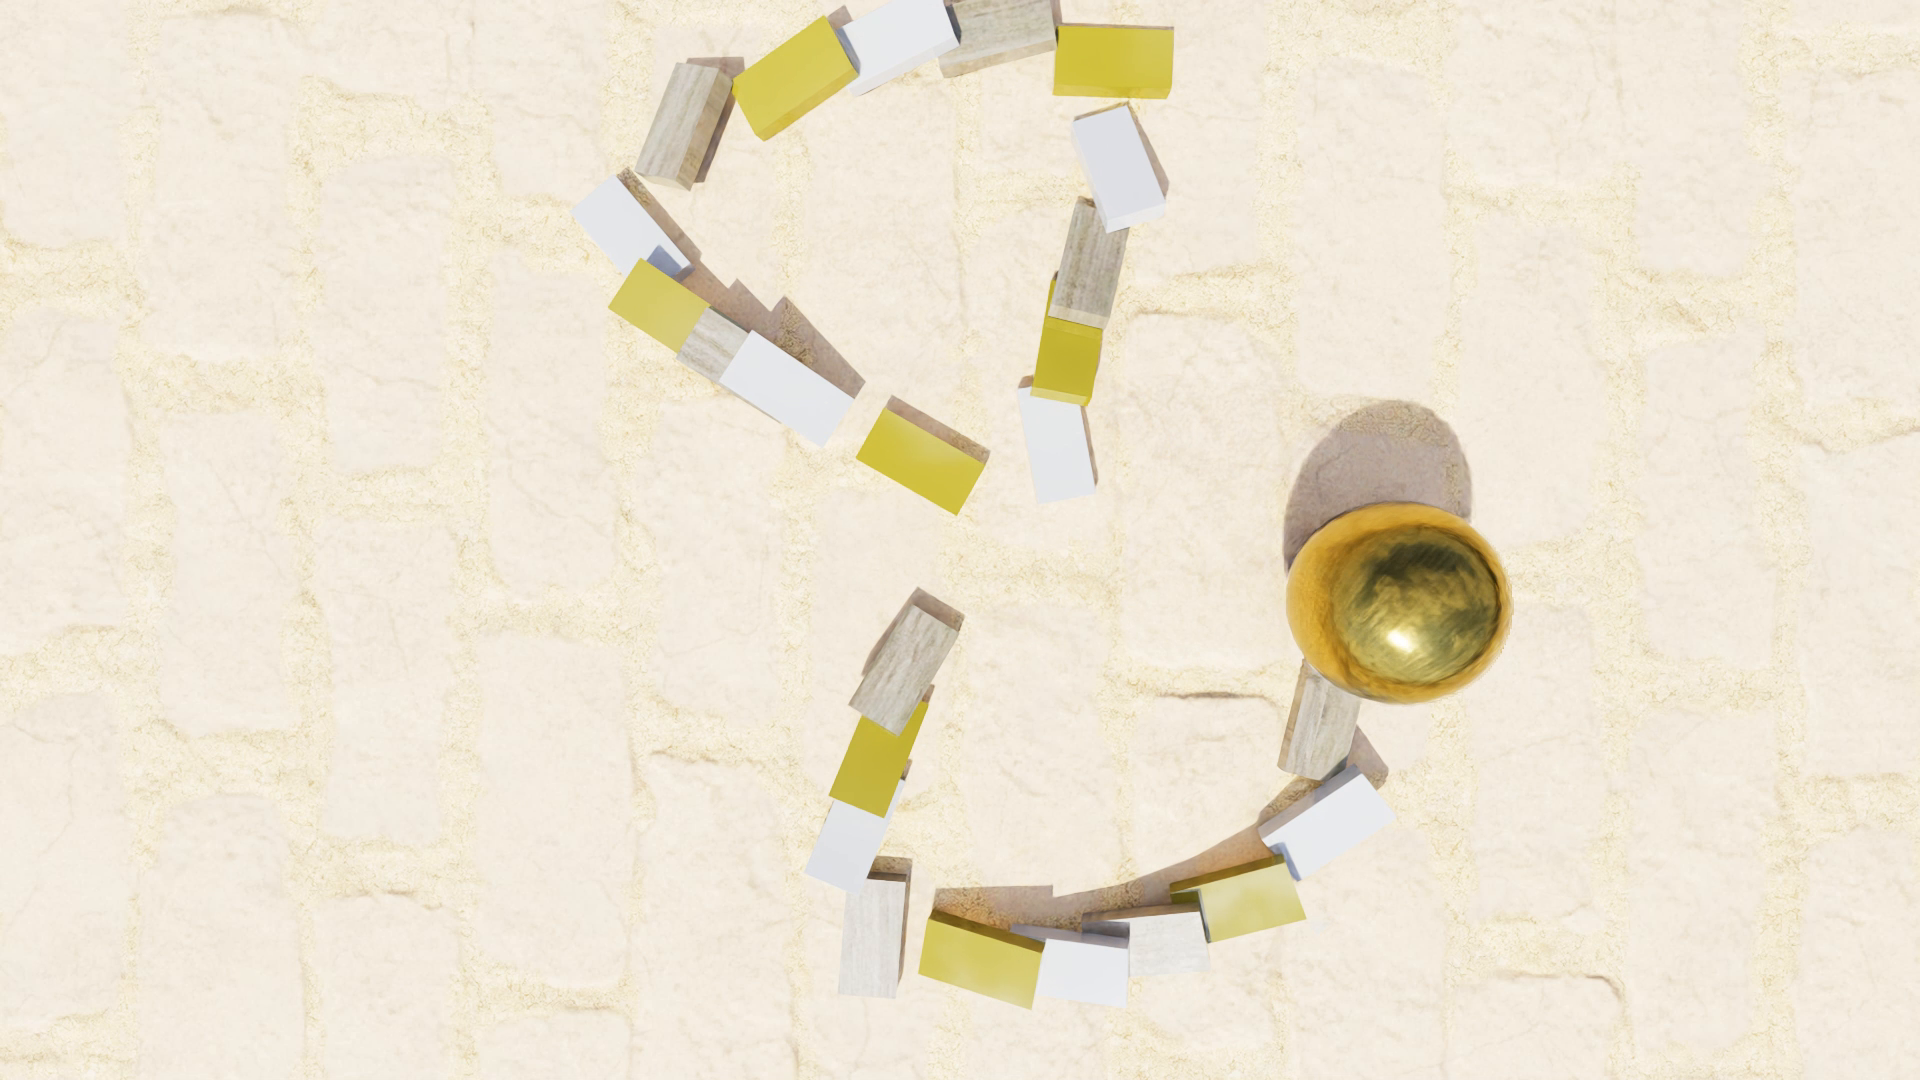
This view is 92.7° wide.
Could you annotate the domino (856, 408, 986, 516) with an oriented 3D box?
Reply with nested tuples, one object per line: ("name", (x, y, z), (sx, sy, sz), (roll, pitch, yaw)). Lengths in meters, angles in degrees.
("domino", (-0.017, -0.033, 0.395), (0.050, 0.010, 0.025), (30, 90, 0))

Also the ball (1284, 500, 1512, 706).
("ball", (0.170, 0.024, 0.360), (0.080, 0.080, 0.080), (0, 90, 0))

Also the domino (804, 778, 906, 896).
("domino", (-0.044, 0.122, 0.390), (0.025, 0.010, 0.050), (23, 78, 0))

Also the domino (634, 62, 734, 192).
("domino", (-0.118, -0.176, 0.390), (0.025, 0.010, 0.050), (21, 90, 25))

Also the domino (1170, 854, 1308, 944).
("domino", (0.117, 0.153, 0.390), (0.050, 0.009, 0.025), (-21, 90, 14))

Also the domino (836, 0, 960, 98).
("domino", (-0.028, -0.213, 0.390), (0.050, 0.010, 0.025), (-20, 90, 14))

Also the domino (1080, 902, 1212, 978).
("domino", (0.079, 0.171, 0.390), (0.050, 0.010, 0.025), (-11, 90, 14))

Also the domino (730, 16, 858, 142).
("domino", (-0.071, -0.196, 0.390), (0.050, 0.009, 0.025), (-28, 90, 12))

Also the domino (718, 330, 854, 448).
("domino", (-0.073, -0.063, 0.385), (0.050, 0.009, 0.025), (33, 90, -16))

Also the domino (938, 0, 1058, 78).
("domino", (0.015, -0.217, 0.391), (0.050, 0.010, 0.025), (-9, 90, 11))

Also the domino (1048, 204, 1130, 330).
("domino", (0.055, -0.116, 0.388), (0.025, 0.010, 0.050), (14, 74, 1))

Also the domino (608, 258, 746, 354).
("domino", (-0.120, -0.094, 0.389), (0.050, 0.009, 0.025), (33, 90, -15))

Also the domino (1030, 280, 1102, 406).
("domino", (0.046, -0.084, 0.389), (0.025, 0.010, 0.050), (11, 76, 0))

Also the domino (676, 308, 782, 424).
("domino", (-0.092, -0.073, 0.389), (0.050, 0.009, 0.025), (32, 90, -16))

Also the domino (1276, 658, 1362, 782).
("domino", (0.156, 0.077, 0.395), (0.025, 0.009, 0.050), (14, 90, 0))

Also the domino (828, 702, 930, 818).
("domino", (-0.034, 0.089, 0.388), (0.025, 0.009, 0.050), (22, 74, 0))

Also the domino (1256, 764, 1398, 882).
("domino", (0.155, 0.120, 0.389), (0.050, 0.010, 0.025), (-39, 96, 11))

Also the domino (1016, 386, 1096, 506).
("domino", (0.041, -0.042, 0.395), (0.025, 0.010, 0.050), (-11, 90, 0))

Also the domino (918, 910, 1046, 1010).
("domino", (0.009, 0.177, 0.388), (0.050, 0.010, 0.025), (11, 95, 14))

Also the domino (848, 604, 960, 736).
("domino", (-0.024, 0.055, 0.388), (0.025, 0.009, 0.050), (31, 74, 0))

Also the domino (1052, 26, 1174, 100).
("domino", (0.066, -0.206, 0.395), (0.050, 0.009, 0.025), (2, 90, 0))

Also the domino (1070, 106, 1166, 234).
("domino", (0.067, -0.158, 0.389), (0.025, 0.010, 0.050), (-17, 76, 0))

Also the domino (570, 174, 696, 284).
("domino", (-0.141, -0.129, 0.395), (0.025, 0.009, 0.050), (-41, 90, 0))

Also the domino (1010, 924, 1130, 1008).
("domino", (0.046, 0.180, 0.388), (0.050, 0.009, 0.025), (1, 93, 15))

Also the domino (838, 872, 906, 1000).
("domino", (-0.038, 0.170, 0.395), (0.025, 0.010, 0.050), (5, 90, 0))
